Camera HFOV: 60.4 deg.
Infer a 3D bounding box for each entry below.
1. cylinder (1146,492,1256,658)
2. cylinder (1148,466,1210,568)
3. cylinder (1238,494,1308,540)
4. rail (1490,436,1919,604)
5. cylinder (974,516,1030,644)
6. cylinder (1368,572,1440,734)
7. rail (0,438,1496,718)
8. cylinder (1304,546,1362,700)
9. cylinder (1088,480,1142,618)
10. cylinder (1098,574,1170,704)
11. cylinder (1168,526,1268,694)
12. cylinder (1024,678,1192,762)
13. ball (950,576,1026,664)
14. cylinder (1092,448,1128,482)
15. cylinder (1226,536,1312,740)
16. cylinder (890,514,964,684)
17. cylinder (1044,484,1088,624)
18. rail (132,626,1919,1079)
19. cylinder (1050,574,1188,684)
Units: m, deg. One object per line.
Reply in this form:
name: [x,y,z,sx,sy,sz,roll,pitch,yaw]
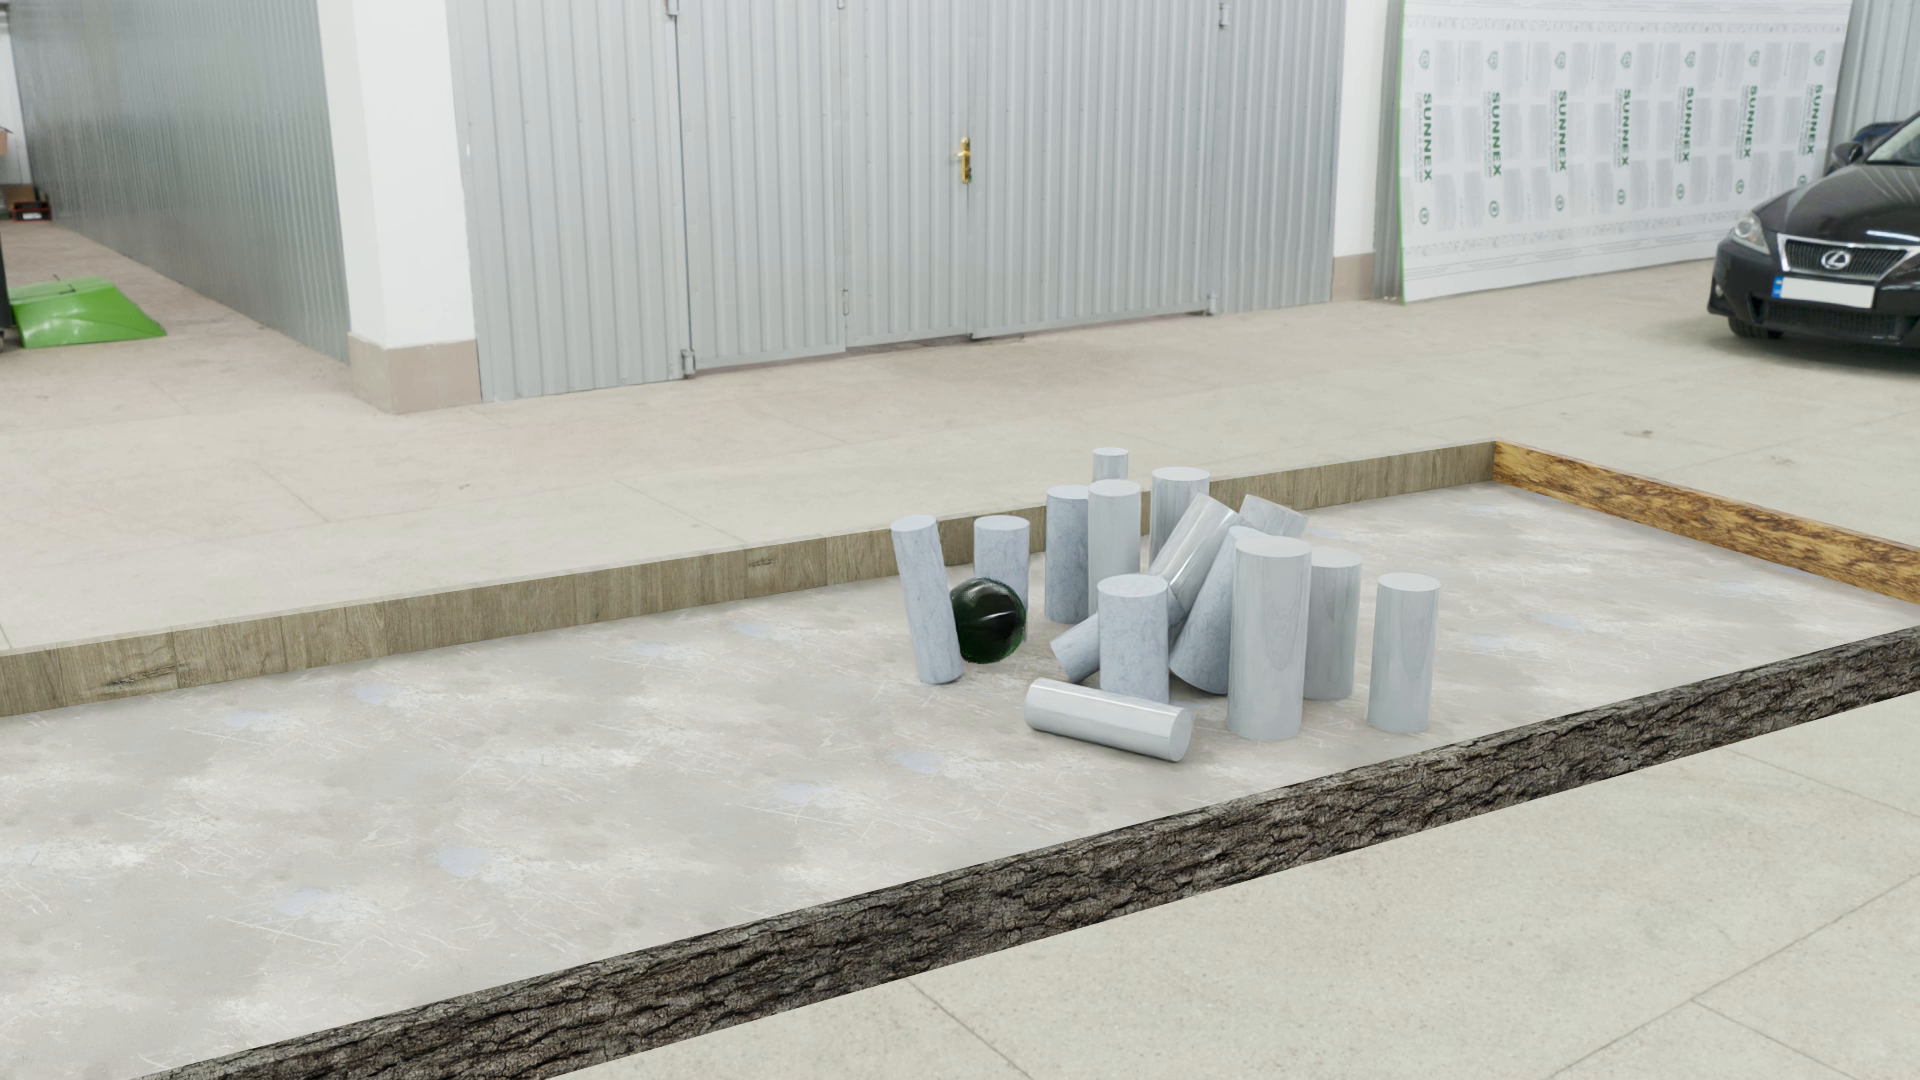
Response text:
cylinder: [0.571,0.100,4.237,0.174,0.418,0.174,33,-1,0]
cylinder: [0.603,0.017,4.562,0.159,0.414,0.159,0,16,0]
cylinder: [0.772,0.081,4.363,0.175,0.366,0.175,20,9,-3]
rail: [2.466,-0.048,5.253,0.050,0.150,2.100,-9,18,-27]
cylinder: [0.110,0.109,4.407,0.146,0.324,0.146,0,16,0]
cylinder: [1.034,0.263,3.845,0.141,0.347,0.141,0,16,0]
rail: [-3.305,0.497,3.399,12.000,0.150,0.050,-9,18,-27]
cylinder: [0.891,0.204,4.059,0.173,0.339,0.173,0,16,0]
cylinder: [0.405,0.069,4.332,0.136,0.436,0.136,-2,21,1]
cylinder: [0.406,0.264,3.852,0.162,0.334,0.162,-3,17,1]
cylinder: [0.664,0.171,4.037,0.176,0.376,0.176,19,20,-7]
cylinder: [0.335,0.406,3.759,0.366,0.120,0.120,10,19,30]
ball: [0.059,0.208,4.250,0.225,0.225,0.225,0,16,0]
cylinder: [0.438,-0.063,4.852,0.104,0.405,0.104,0,16,0]
cylinder: [0.712,0.225,3.807,0.173,0.441,0.173,0,16,0]
cylinder: [-0.081,0.148,4.102,0.114,0.409,0.114,-9,20,3]
cylinder: [0.315,0.039,4.585,0.154,0.359,0.154,0,16,0]
rail: [-2.336,1.006,1.665,12.000,0.150,0.050,-9,18,-27]
cylinder: [0.394,0.221,4.103,0.326,0.126,0.126,-32,15,7]
